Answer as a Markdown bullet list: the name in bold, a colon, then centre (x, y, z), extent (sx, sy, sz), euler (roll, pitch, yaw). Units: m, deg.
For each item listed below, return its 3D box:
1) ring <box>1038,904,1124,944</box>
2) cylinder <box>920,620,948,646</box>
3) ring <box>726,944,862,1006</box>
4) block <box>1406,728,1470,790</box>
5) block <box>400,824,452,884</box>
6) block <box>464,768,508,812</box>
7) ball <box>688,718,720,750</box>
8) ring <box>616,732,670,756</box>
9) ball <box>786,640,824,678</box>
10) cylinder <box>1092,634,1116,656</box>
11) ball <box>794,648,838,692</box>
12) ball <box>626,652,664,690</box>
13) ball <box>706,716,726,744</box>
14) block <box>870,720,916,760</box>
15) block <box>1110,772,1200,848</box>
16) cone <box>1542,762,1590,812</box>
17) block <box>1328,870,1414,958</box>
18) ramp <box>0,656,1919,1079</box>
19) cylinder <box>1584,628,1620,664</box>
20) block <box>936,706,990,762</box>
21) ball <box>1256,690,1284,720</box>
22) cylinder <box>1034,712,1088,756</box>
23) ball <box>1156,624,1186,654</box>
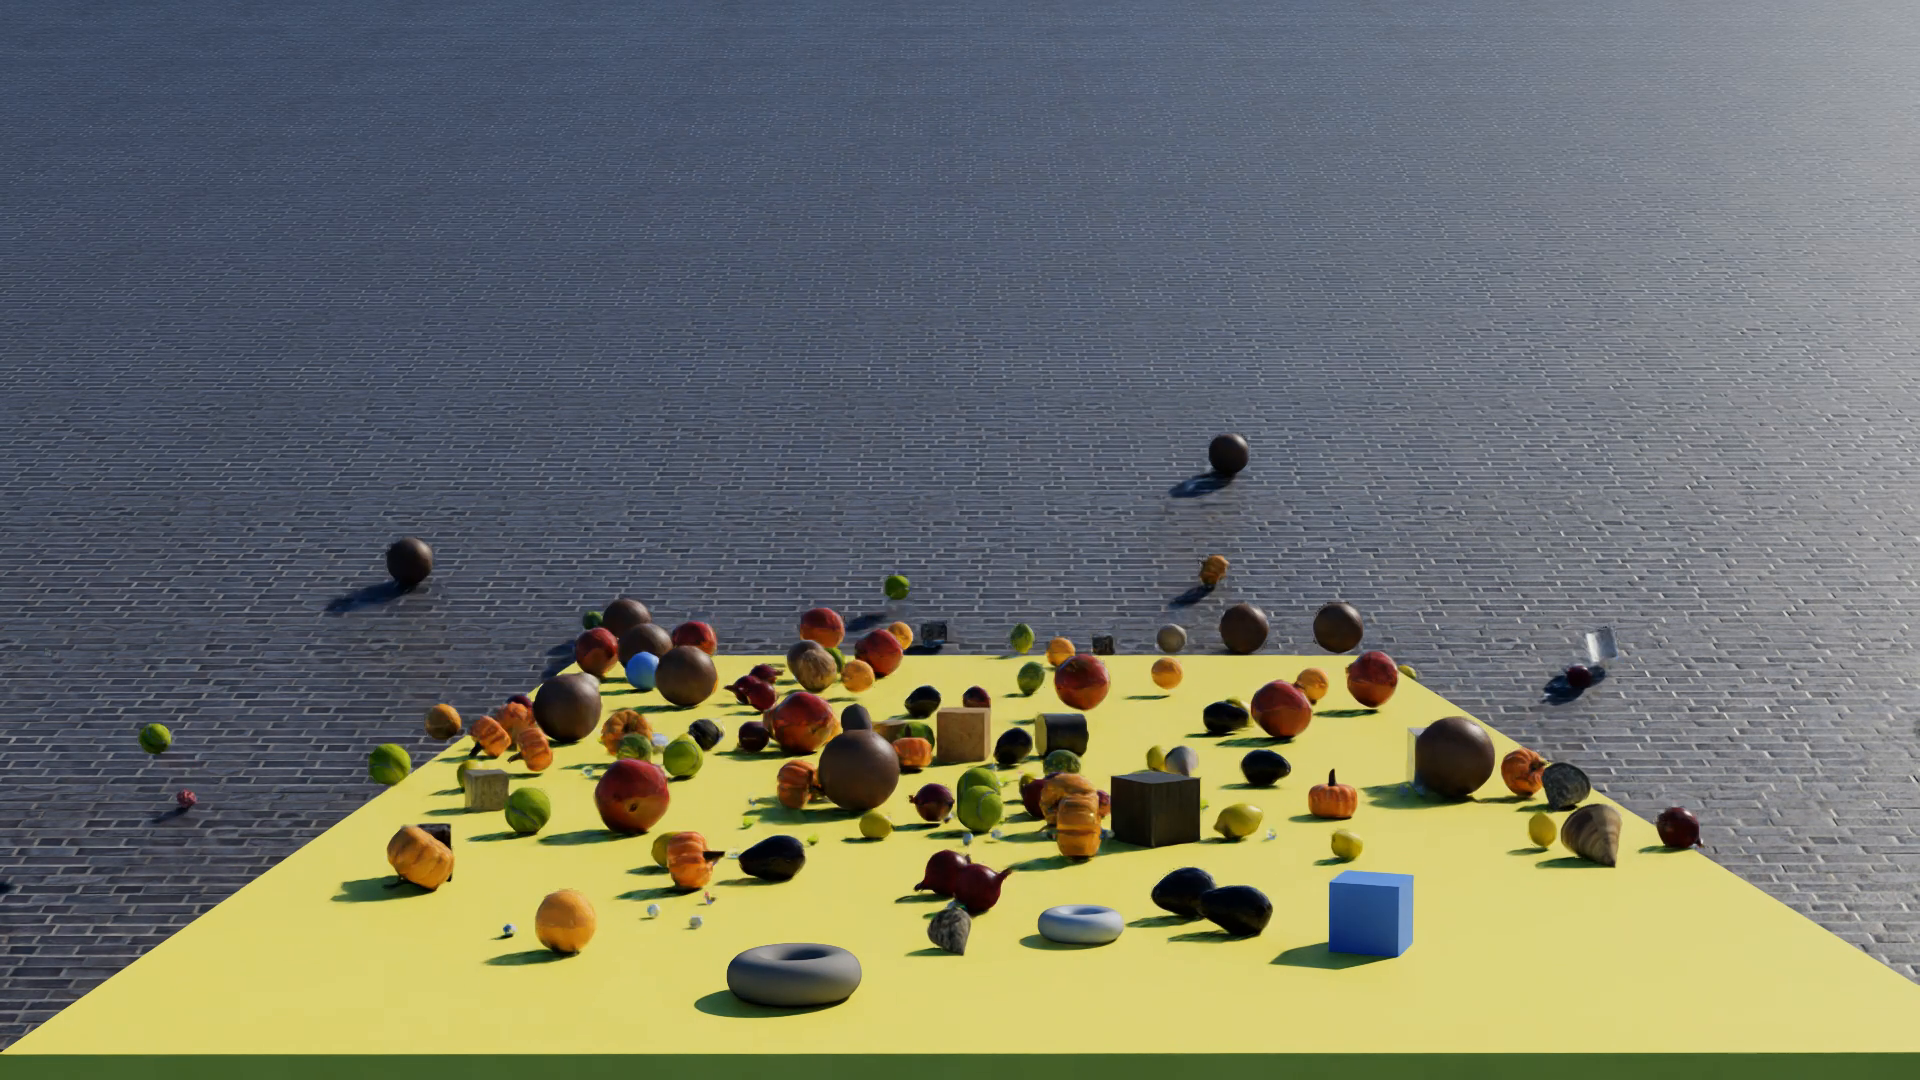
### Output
- **ring**: centre (0.144, 0.460, 3.075), extent (0.104, 0.035, 0.104), euler (0, 2, 0)
- **cylinder**: centre (-0.069, 0.247, 6.809), extent (0.060, 0.060, 0.060), euler (-6, 22, -10)
- **ring**: centre (-0.179, 0.469, 2.775), extent (0.146, 0.049, 0.146), euler (-1, 2, 0)
- **block**: centre (0.799, 0.365, 4.295), extent (0.092, 0.092, 0.092), euler (0, 3, 1)
- **block**: centre (-0.720, 0.422, 3.466), extent (0.068, 0.068, 0.068), euler (-1, 3, -11)
- **block**: centre (-0.750, 0.396, 4.065), extent (0.058, 0.058, 0.058), euler (-1, 3, -23)
- **ball**: centre (-0.473, 0.359, 4.740), extent (0.059, 0.059, 0.059), euler (0, 21, 0)
- **ring**: centre (-0.582, 0.374, 4.712), extent (0.098, 0.033, 0.098), euler (-1, 3, 0)
- **ball**: centre (-0.353, 0.277, 5.930), extent (0.096, 0.096, 0.096), euler (0, 21, 0)
- **cylinder**: centre (0.376, 0.275, 6.728), extent (0.054, 0.054, 0.054), euler (-5, 21, 5)
- **ball**: centre (-0.320, 0.289, 5.716), extent (0.094, 0.094, 0.094), euler (0, 21, 0)
- **ball**: centre (-0.703, 0.293, 5.731), extent (0.085, 0.085, 0.085), euler (0, 21, 0)
- **ball**: centre (-0.466, 0.357, 4.806), extent (0.055, 0.055, 0.055), euler (0, 21, 0)
- **block**: centre (-0.121, 0.361, 4.661), extent (0.062, 0.062, 0.062), euler (-2, 4, -36)
- **block**: centre (0.286, 0.393, 3.761), extent (0.093, 0.093, 0.093), euler (-2, 4, -35)
- **cone**: centre (0.946, 0.406, 4.056), extent (0.079, 0.079, 0.079), euler (10, 36, 24)
- **block**: centre (0.483, 0.438, 3.020), extent (0.082, 0.082, 0.082), euler (1, 3, 22)
- **ramp**: centre (0.050, 0.449, 4.532), extent (2.000, 0.100, 4.000), euler (0, 3, 0)
- **cylinder**: centre (1.665, 0.273, 6.671), extent (0.077, 0.077, 0.077), euler (-12, -9, -2)
- **block**: centre (0.007, 0.350, 4.640), extent (0.087, 0.087, 0.087), euler (0, 3, 8)
- **ball**: centre (0.628, 0.334, 5.203), extent (0.057, 0.057, 0.057), euler (0, 21, 0)
- **cylinder**: centre (0.183, 0.353, 4.661), extent (0.077, 0.077, 0.077), euler (-1, 21, -16)
- **ball**: centre (0.554, 0.258, 6.718), extent (0.078, 0.078, 0.078), euler (0, 21, 0)
